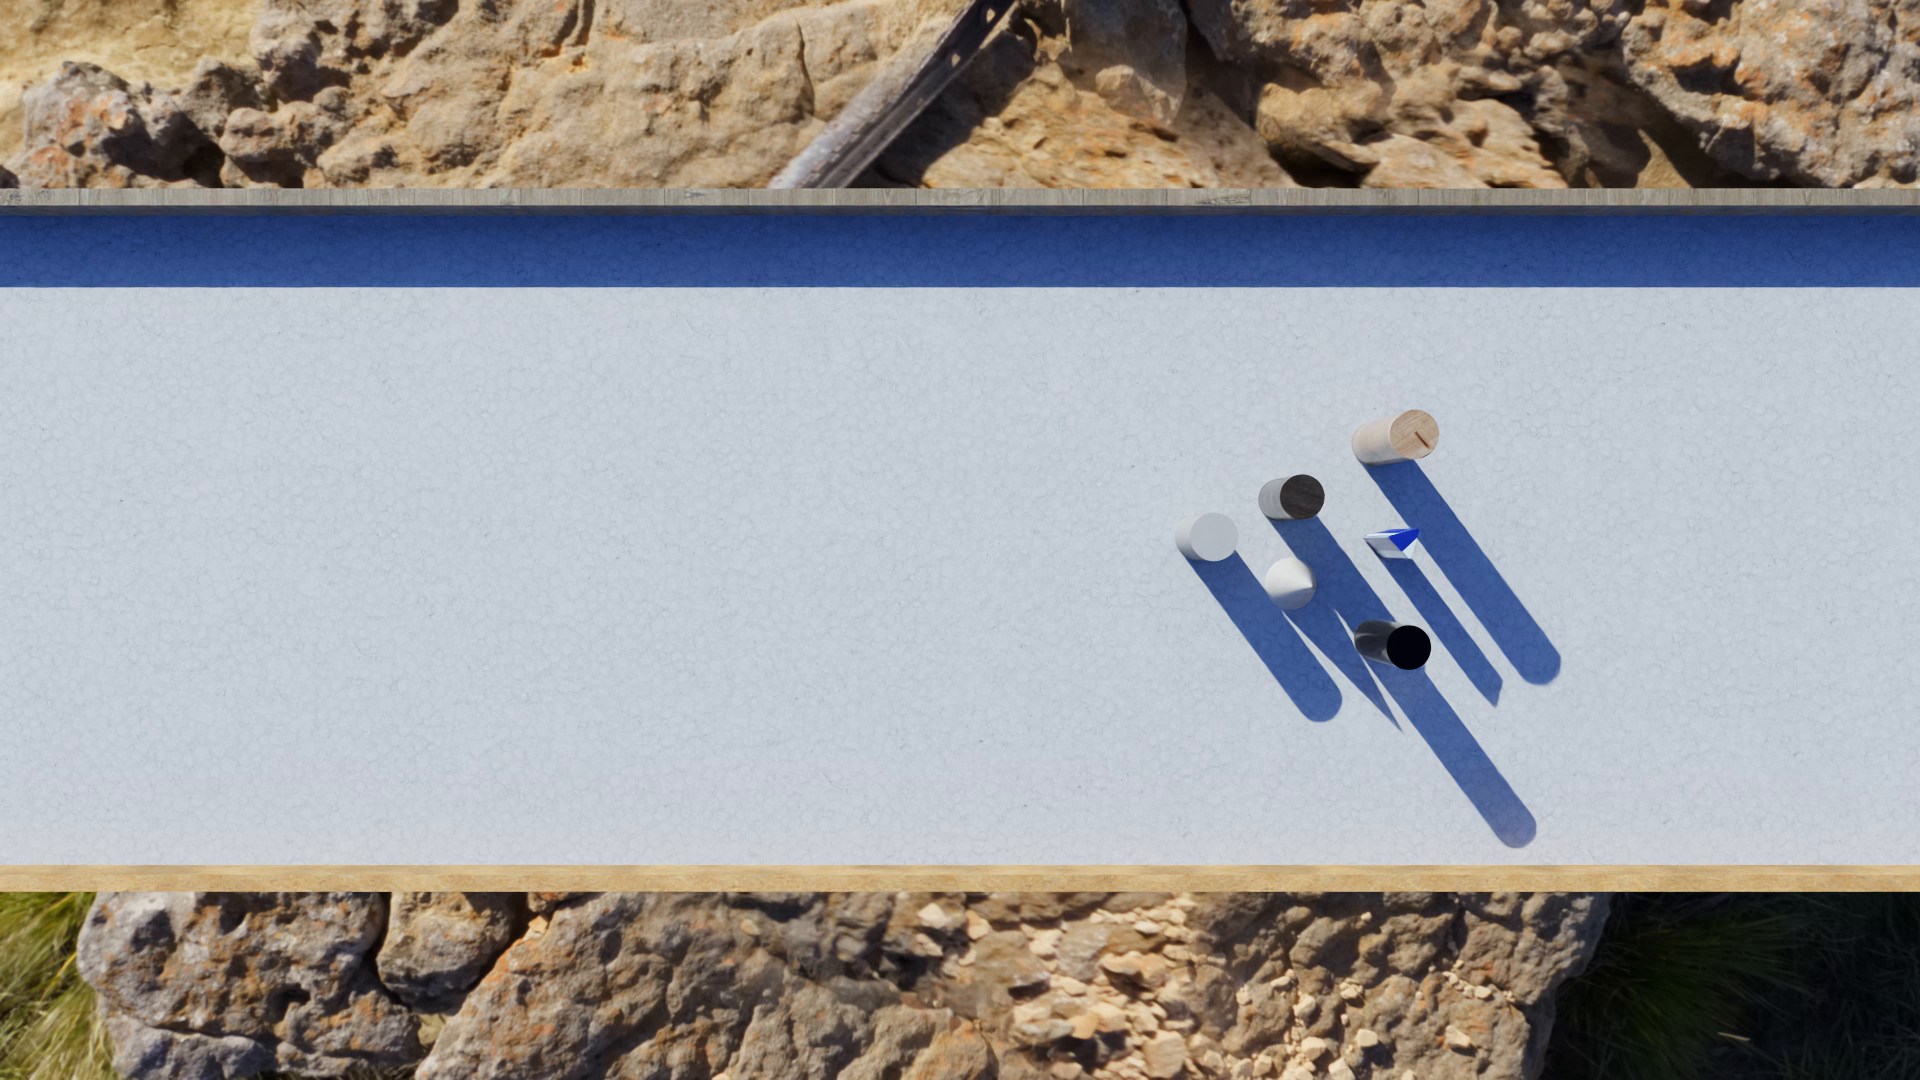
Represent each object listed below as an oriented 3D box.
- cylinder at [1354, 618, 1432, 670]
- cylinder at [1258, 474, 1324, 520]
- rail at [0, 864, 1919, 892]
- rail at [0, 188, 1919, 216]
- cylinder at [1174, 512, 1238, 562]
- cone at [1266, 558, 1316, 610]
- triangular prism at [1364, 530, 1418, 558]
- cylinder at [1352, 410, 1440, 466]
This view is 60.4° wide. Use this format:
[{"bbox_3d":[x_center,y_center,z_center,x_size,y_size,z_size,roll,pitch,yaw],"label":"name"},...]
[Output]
[{"bbox_3d":[1.276,0.306,4.882,0.128,0.388,0.128,0,90,0],"label":"cylinder"},{"bbox_3d":[0.983,-0.124,4.905,0.130,0.343,0.130,0,90,0],"label":"cylinder"},{"bbox_3d":[-2.247,1.025,5.001,12.000,0.150,0.050,0,90,0],"label":"rail"},{"bbox_3d":[-2.247,-1.025,5.002,12.000,0.150,0.050,0,90,0],"label":"rail"},{"bbox_3d":[0.731,-0.009,4.908,0.139,0.336,0.139,0,90,0],"label":"cylinder"},{"bbox_3d":[1.018,0.135,4.919,0.159,0.315,0.159,0,90,0],"label":"cone"},{"bbox_3d":[1.298,-0.005,4.922,0.077,0.310,0.089,-44,90,0],"label":"triangular prism"},{"bbox_3d":[1.274,-0.296,4.850,0.139,0.452,0.139,0,90,0],"label":"cylinder"}]
